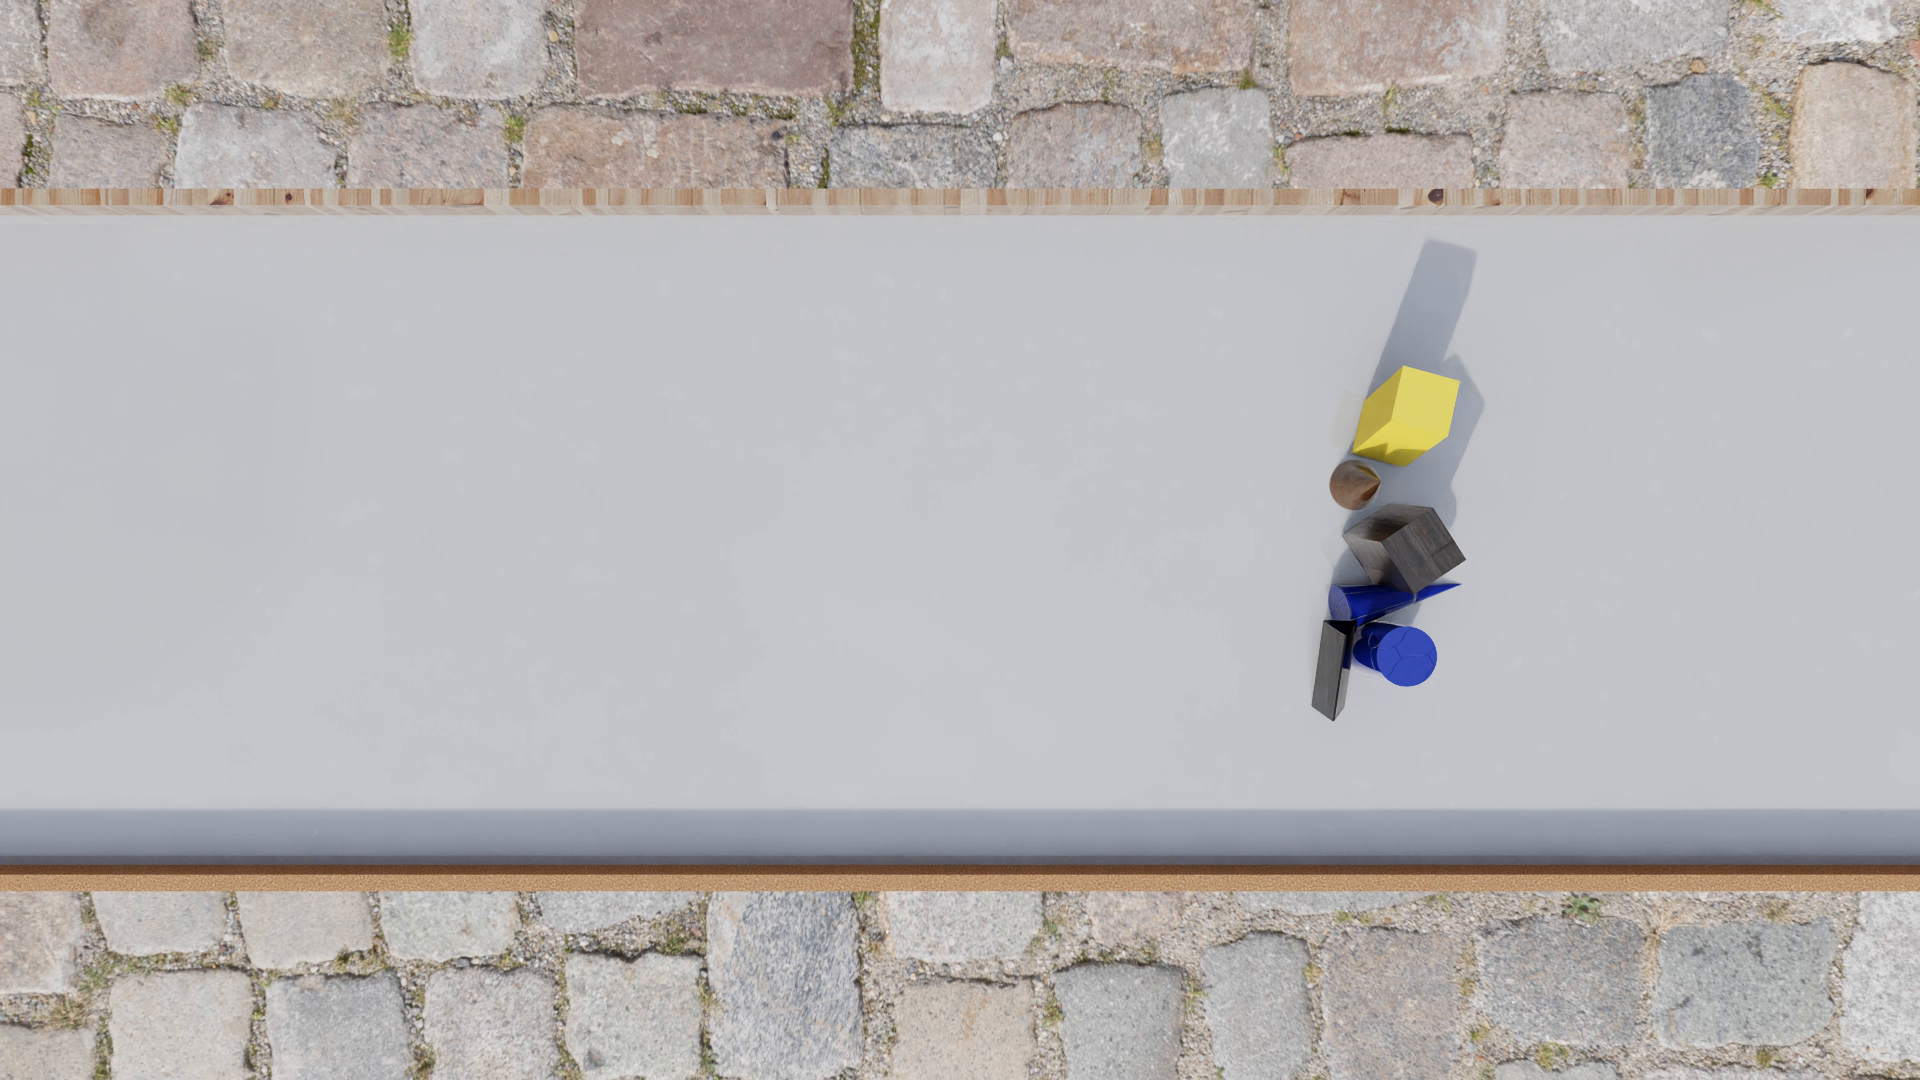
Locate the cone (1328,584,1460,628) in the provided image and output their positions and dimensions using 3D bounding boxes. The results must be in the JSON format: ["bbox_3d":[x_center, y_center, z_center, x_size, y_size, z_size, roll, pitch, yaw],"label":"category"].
[{"bbox_3d":[1.349,0.172,5.041,0.412,0.146,0.146,-11,90,-10],"label":"cone"}]

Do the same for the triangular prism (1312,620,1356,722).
[{"bbox_3d":[1.135,0.396,4.968,0.100,0.087,0.300,1,117,0],"label":"triangular prism"}]

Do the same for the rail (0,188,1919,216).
[{"bbox_3d":[-2.247,-1.025,5.002,12.000,0.150,0.050,0,90,0],"label":"rail"}]

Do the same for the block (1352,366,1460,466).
[{"bbox_3d":[1.311,-0.360,4.870,0.167,0.389,0.167,15,79,0],"label":"block"}]

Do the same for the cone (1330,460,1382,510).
[{"bbox_3d":[1.215,-0.169,4.915,0.156,0.322,0.156,0,90,0],"label":"cone"}]

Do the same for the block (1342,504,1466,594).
[{"bbox_3d":[1.302,0.020,4.864,0.177,0.414,0.177,-34,94,0],"label":"block"}]

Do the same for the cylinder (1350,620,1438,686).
[{"bbox_3d":[1.273,0.332,4.886,0.173,0.380,0.173,0,90,0],"label":"cylinder"}]

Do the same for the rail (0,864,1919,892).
[{"bbox_3d":[-2.247,1.025,5.001,12.000,0.150,0.050,0,90,0],"label":"rail"}]
